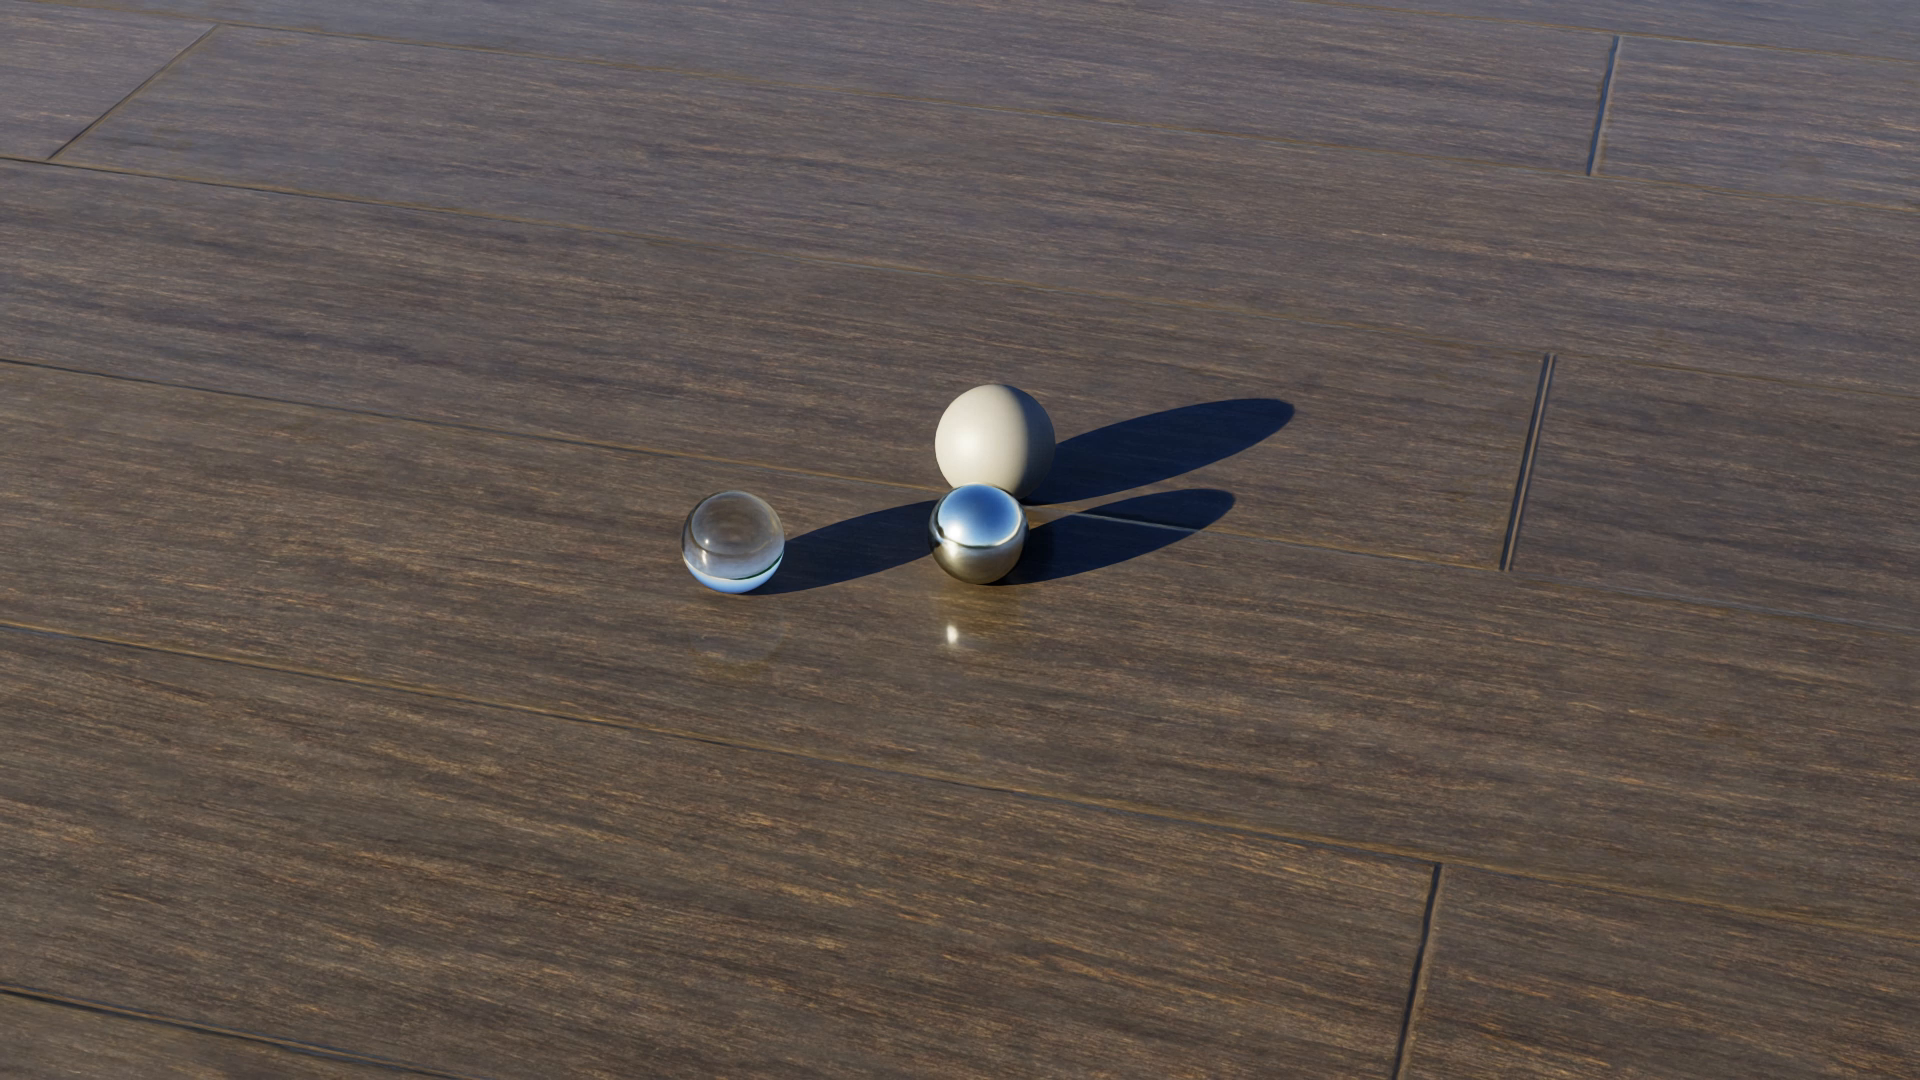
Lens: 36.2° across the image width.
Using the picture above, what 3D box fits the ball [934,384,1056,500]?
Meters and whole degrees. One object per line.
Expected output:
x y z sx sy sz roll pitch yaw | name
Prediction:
0.019 -0.052 1.596 0.066 0.066 0.066 0 33 0 | ball

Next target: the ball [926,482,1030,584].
0.010 -0.004 1.532 0.054 0.054 0.054 0 33 0 | ball

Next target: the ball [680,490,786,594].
-0.118 0.001 1.524 0.054 0.054 0.054 0 33 0 | ball
